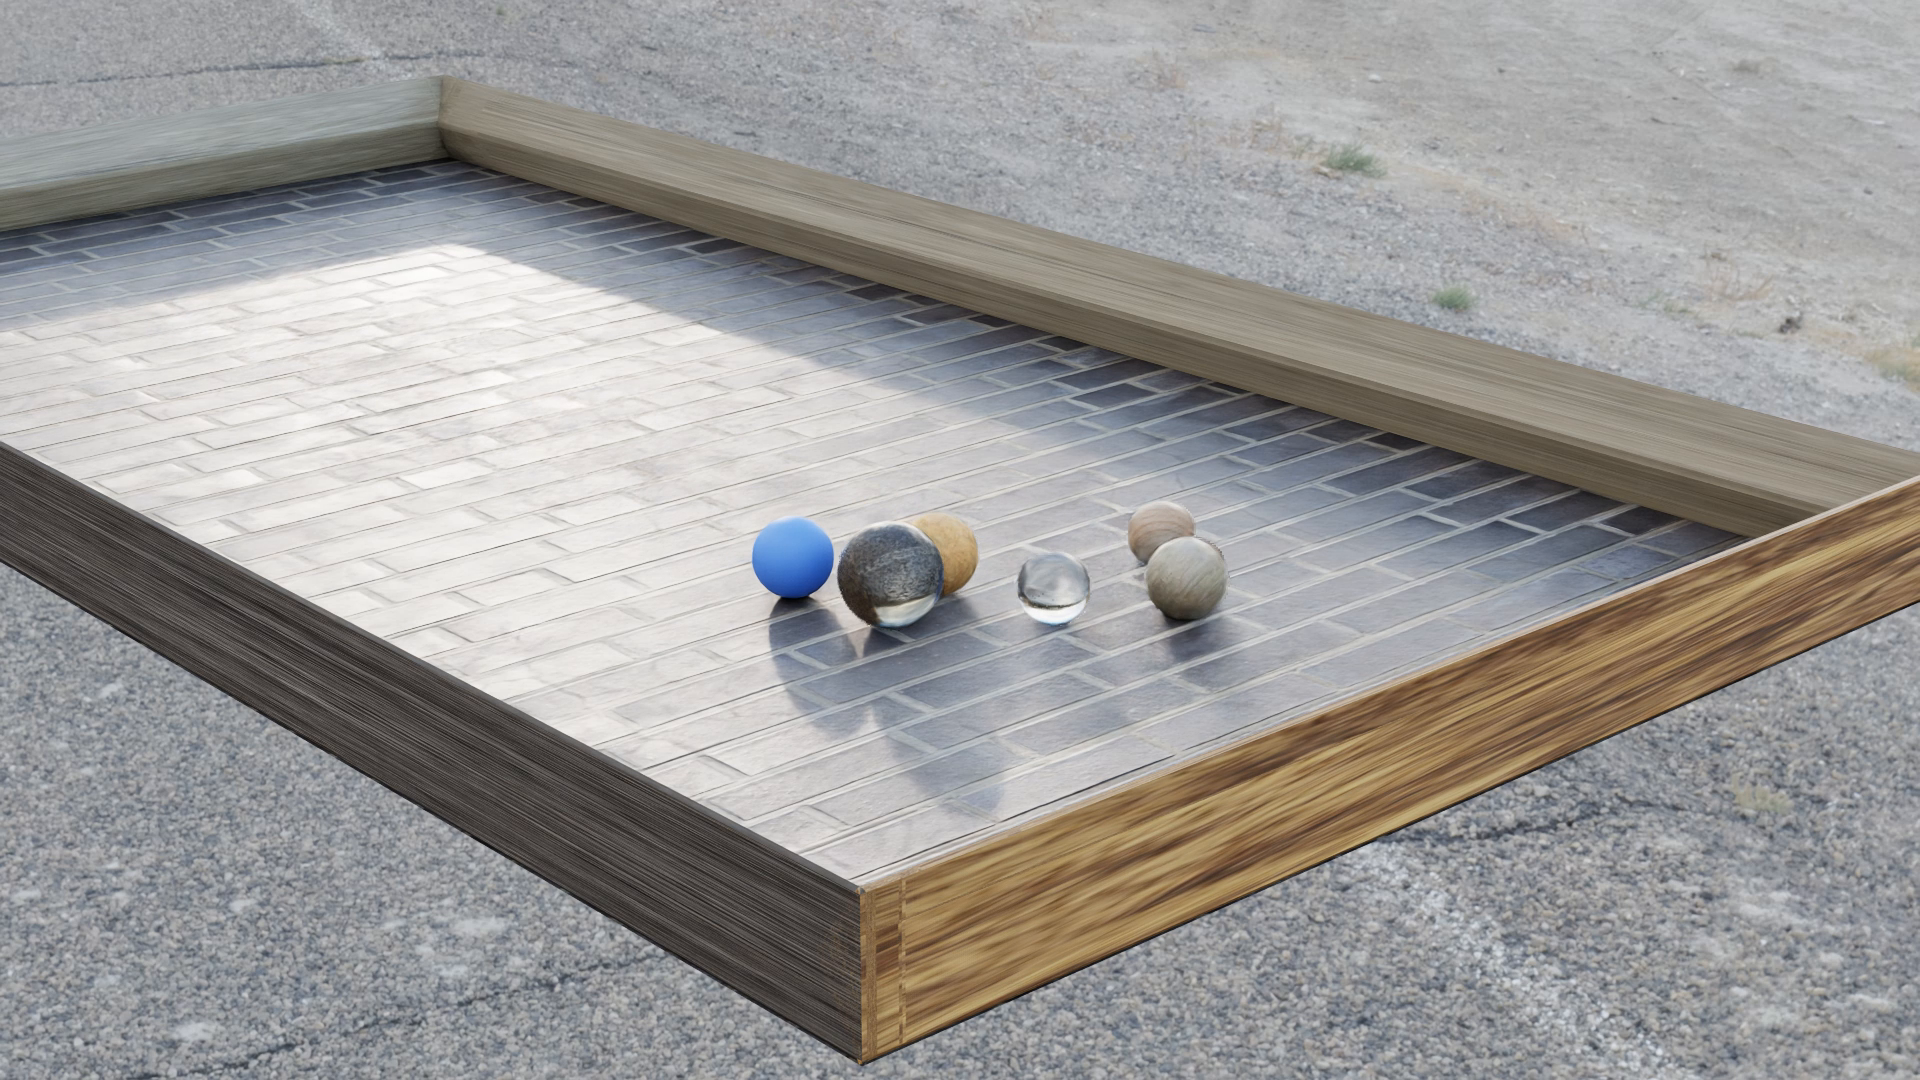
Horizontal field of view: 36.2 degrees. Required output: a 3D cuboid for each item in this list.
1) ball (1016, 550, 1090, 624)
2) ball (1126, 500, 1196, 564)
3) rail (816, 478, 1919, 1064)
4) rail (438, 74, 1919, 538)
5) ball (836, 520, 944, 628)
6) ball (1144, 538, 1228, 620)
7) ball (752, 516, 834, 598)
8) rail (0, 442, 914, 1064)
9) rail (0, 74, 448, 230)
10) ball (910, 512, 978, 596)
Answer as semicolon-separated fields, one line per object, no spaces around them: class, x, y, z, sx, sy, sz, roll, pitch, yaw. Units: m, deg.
ball;0.086;0.043;2.698;0.069;0.069;0.069;0;20;0
ball;0.194;-0.005;2.839;0.066;0.066;0.066;0;20;0
rail;0.416;0.132;2.358;1.332;0.128;0.045;-17;26;-39
rail;0.047;-0.331;3.655;0.045;0.128;2.591;-17;26;-39
ball;-0.063;0.032;2.687;0.098;0.098;0.098;0;20;0
ball;0.208;0.035;2.709;0.076;0.076;0.076;0;20;0
ball;-0.157;0.016;2.761;0.078;0.078;0.078;0;20;0
rail;-0.911;-0.043;2.848;0.045;0.128;2.591;-17;26;-39
rail;-1.280;-0.506;4.145;1.332;0.128;0.045;-17;26;-39
ball;-0.021;0.014;2.766;0.079;0.079;0.079;0;20;0
